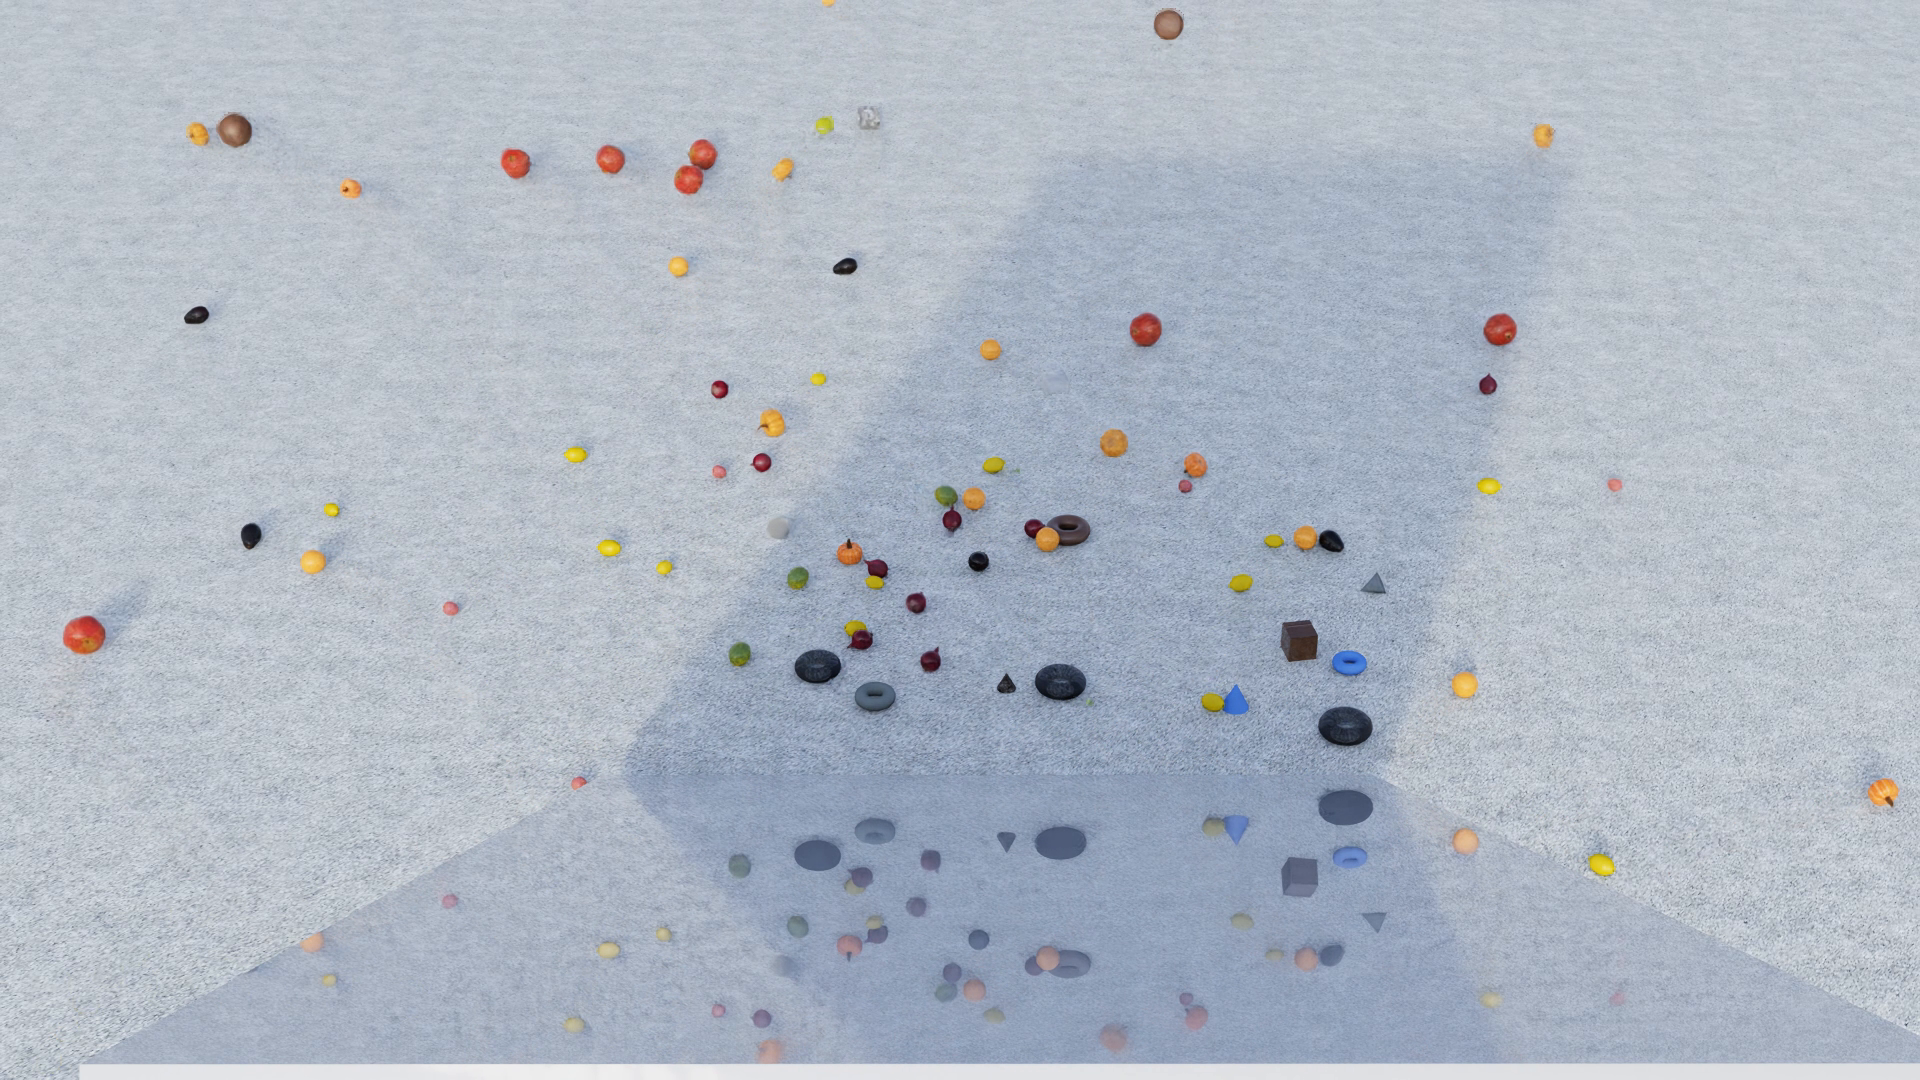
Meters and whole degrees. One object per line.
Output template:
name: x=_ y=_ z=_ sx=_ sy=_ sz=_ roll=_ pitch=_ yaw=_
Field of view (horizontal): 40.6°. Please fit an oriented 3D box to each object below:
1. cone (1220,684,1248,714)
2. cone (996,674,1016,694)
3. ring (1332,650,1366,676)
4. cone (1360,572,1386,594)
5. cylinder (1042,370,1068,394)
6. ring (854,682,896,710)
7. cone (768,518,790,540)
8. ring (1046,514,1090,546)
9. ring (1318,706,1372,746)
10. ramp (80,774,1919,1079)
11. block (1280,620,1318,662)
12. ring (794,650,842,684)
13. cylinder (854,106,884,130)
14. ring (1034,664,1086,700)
cone: x=0.756 y=0.425 z=7.107 sx=0.077 sy=0.077 sz=0.077 roll=0 pitch=32 yaw=0
cone: x=0.129 y=0.389 z=7.187 sx=0.053 sy=0.053 sz=0.053 roll=0 pitch=32 yaw=0
ring: x=1.093 y=0.345 z=7.276 sx=0.097 sy=0.032 sz=0.097 roll=-1 pitch=32 yaw=1
cone: x=1.205 y=0.137 z=7.606 sx=0.067 sy=0.067 sz=0.067 roll=-23 pitch=30 yaw=14
cylinder: x=0.314 y=-0.525 z=8.620 sx=0.066 sy=0.066 sz=0.066 roll=-14 pitch=35 yaw=-21
ring: x=-0.234 y=0.430 z=7.136 sx=0.114 sy=0.038 sz=0.114 roll=-1 pitch=31 yaw=0
cone: x=-0.548 y=-0.037 z=7.882 sx=0.067 sy=0.067 sz=0.067 roll=1 pitch=6 yaw=2
ring: x=0.327 y=-0.030 z=7.857 sx=0.137 sy=0.046 sz=0.137 roll=-1 pitch=33 yaw=1
ring: x=1.042 y=0.503 z=7.010 sx=0.147 sy=0.049 sz=0.147 roll=-1 pitch=32 yaw=1
ramp: x=0.072 y=0.631 z=4.730 sx=2.000 sy=0.100 sz=4.000 roll=0 pitch=-1 yaw=0
block: x=0.959 y=0.285 z=7.326 sx=0.080 sy=0.080 sz=0.080 roll=-6 pitch=33 yaw=-9
ring: x=-0.398 y=0.353 z=7.253 sx=0.131 sy=0.044 sz=0.131 roll=0 pitch=34 yaw=0
cylinder: x=-0.368 y=-1.699 z=10.456 sx=0.087 sy=0.087 sz=0.087 roll=13 pitch=25 yaw=-28
ring: x=0.279 y=0.393 z=7.186 sx=0.143 sy=0.048 sz=0.143 roll=1 pitch=31 yaw=-1
